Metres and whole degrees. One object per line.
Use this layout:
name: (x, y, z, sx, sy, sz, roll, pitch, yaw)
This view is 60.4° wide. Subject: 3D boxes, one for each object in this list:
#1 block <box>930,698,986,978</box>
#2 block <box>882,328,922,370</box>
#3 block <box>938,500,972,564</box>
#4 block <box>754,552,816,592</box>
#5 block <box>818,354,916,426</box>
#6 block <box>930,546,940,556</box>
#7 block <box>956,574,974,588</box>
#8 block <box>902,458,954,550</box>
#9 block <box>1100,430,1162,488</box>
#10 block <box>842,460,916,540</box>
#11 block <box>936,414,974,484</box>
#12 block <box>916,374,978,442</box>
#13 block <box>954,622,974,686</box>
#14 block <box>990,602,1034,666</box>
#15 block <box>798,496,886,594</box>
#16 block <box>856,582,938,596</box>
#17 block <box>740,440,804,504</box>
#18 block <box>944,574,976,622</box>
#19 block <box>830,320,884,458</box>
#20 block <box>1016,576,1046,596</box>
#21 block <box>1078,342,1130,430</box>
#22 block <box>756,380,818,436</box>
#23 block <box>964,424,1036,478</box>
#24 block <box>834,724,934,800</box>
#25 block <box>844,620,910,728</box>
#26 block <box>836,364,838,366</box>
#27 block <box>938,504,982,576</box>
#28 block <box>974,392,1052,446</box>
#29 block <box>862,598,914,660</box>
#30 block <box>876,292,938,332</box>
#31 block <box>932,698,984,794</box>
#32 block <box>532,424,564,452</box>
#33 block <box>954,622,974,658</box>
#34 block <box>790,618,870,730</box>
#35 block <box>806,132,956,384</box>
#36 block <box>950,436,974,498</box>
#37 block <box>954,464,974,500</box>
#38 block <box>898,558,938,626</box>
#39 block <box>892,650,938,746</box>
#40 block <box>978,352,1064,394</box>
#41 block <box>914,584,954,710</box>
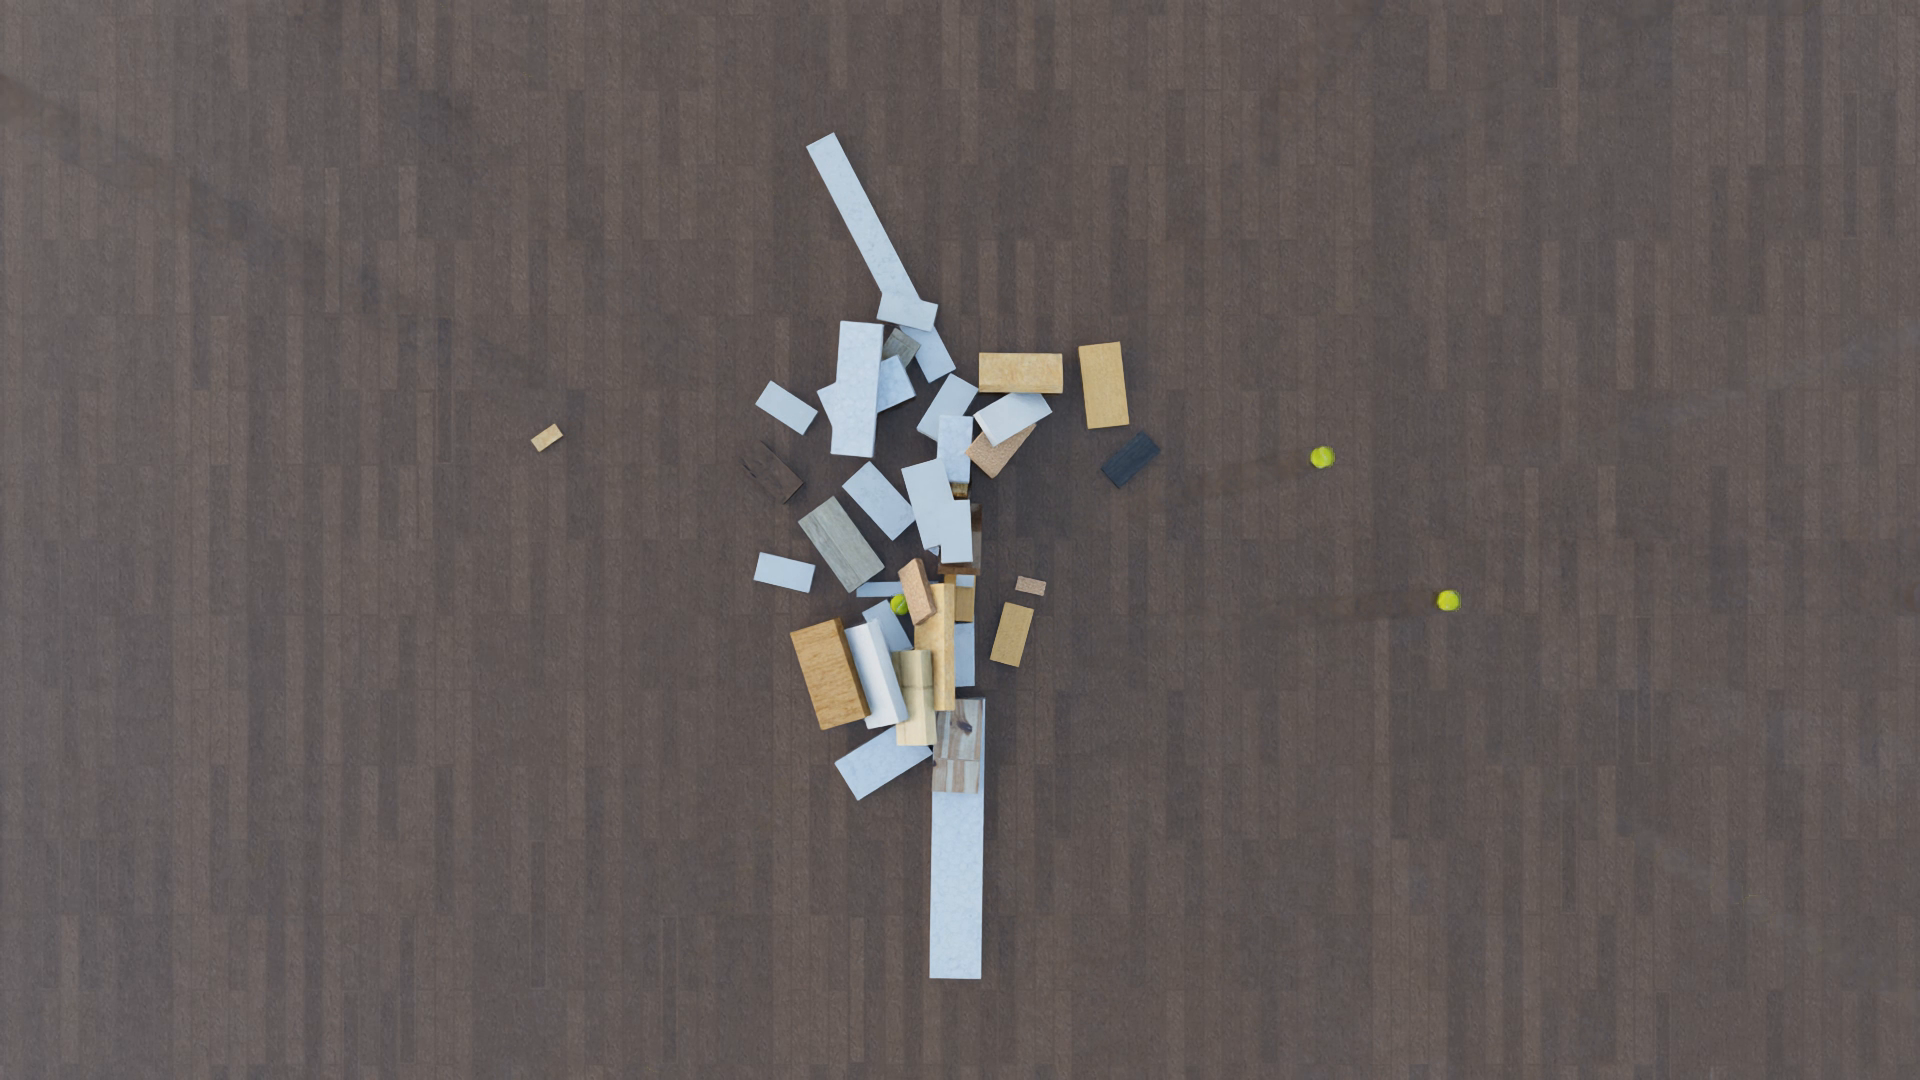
block: (-0.009, 0.987, 5.476, 0.169, 0.048, 0.925, 1, 90, 0)
block: (-0.226, -0.589, 5.468, 0.102, 0.029, 0.204, 34, 99, 2)
block: (-0.014, -0.027, 5.284, 0.099, 0.028, 0.198, -3, 83, 0)
block: (-0.583, 0.108, 5.487, 0.187, 0.027, 0.094, 13, 90, 0)
block: (-0.308, -0.485, 5.453, 0.293, 0.042, 0.147, -23, 93, 9)
block: (-0.068, 0.001, 5.493, 0.048, 0.014, 0.095, 35, 90, 0)
block: (0.018, 0.110, 5.408, 0.059, 0.117, 0.017, 3, 49, 0)
block: (-0.087, -0.116, 5.331, 0.136, 0.039, 0.272, -16, 83, -1)
block: (0.567, -0.268, 5.487, 0.187, 0.027, 0.094, -42, 90, 0)
block: (-0.262, -0.130, 5.482, 0.124, 0.035, 0.248, -43, 90, 0)
block: (-0.018, -0.297, 5.398, 0.109, 0.031, 0.219, 3, 78, 1)
block: (-0.040, -0.432, 5.459, 0.109, 0.031, 0.219, 30, 80, 6)
block: (-0.010, 0.381, 5.456, 0.104, 0.029, 0.207, -4, 90, 0)
block: (0.172, 0.314, 5.486, 0.099, 0.028, 0.198, 15, 90, 0)
block: (-0.391, 0.016, 5.468, 0.147, 0.042, 0.293, -36, 86, -1)
block: (-0.208, 0.163, 5.493, 0.272, 0.014, 0.048, -1, 90, 0)
block: (-0.627, -0.225, 5.486, 0.204, 0.029, 0.102, 44, 90, 0)
block: (-0.002, 0.167, 5.468, 0.104, 0.029, 0.207, 3, 81, 0)
block: (-0.337, -0.495, 5.415, 0.137, 0.039, 0.435, 6, 97, 6)
block: (0.236, 0.153, 5.493, 0.094, 0.013, 0.047, 13, 90, 0)
block: (0.477, -0.512, 5.481, 0.137, 0.039, 0.275, -7, 90, 0)
block: (-0.576, -0.439, 5.487, 0.187, 0.027, 0.094, 33, 90, 0)
block: (0.134, -0.332, 5.417, 0.124, 0.035, 0.248, 43, 61, -8)
block: (-0.252, 0.723, 5.479, 0.293, 0.042, 0.147, -32, 90, 0)
block: (-0.287, 0.443, 5.421, 0.048, 0.169, 0.338, -18, 90, -42)
block: (-0.362, -0.602, 5.493, 0.047, 0.013, 0.095, 42, 90, 0)
block: (0.002, -0.006, 5.400, 0.136, 0.039, 0.272, 2, 51, 0)
block: (0.175, -0.416, 5.423, 0.247, 0.035, 0.124, -32, 89, -30)
block: (-0.240, 0.301, 5.487, 0.093, 0.026, 0.186, -29, 90, 0)
block: (-0.174, -0.754, 5.458, 0.186, 0.026, 0.093, 14, 90, 0)
block: (-0.008, 0.675, 5.430, 0.153, 0.043, 0.307, 3, 90, 0)
block: (-1.375, -0.341, 5.493, 0.095, 0.014, 0.048, -35, 90, 0)
block: (-0.004, 0.349, 5.485, 0.103, 0.029, 0.207, 0, 90, 0)
block: (-0.427, 0.441, 5.446, 0.169, 0.048, 0.338, -18, 90, 22)
block: (-0.261, -0.937, 5.486, 0.102, 0.029, 0.882, -27, 90, 0)
block: (-0.020, -0.248, 5.436, 0.109, 0.031, 0.219, 6, 64, 2)
block: (-0.035, -0.131, 5.418, 0.136, 0.039, 0.272, 4, 62, 1)
block: (-0.140, 0.170, 5.420, 0.099, 0.028, 0.198, -38, 59, 40)
block: (-0.151, 0.515, 5.391, 0.043, 0.153, 0.307, -1, 85, -41)
block: (0.200, -0.552, 5.445, 0.275, 0.039, 0.137, 1, 55, 0)
block: (-0.084, 0.351, 5.396, 0.043, 0.153, 0.410, 4, 83, -40)
